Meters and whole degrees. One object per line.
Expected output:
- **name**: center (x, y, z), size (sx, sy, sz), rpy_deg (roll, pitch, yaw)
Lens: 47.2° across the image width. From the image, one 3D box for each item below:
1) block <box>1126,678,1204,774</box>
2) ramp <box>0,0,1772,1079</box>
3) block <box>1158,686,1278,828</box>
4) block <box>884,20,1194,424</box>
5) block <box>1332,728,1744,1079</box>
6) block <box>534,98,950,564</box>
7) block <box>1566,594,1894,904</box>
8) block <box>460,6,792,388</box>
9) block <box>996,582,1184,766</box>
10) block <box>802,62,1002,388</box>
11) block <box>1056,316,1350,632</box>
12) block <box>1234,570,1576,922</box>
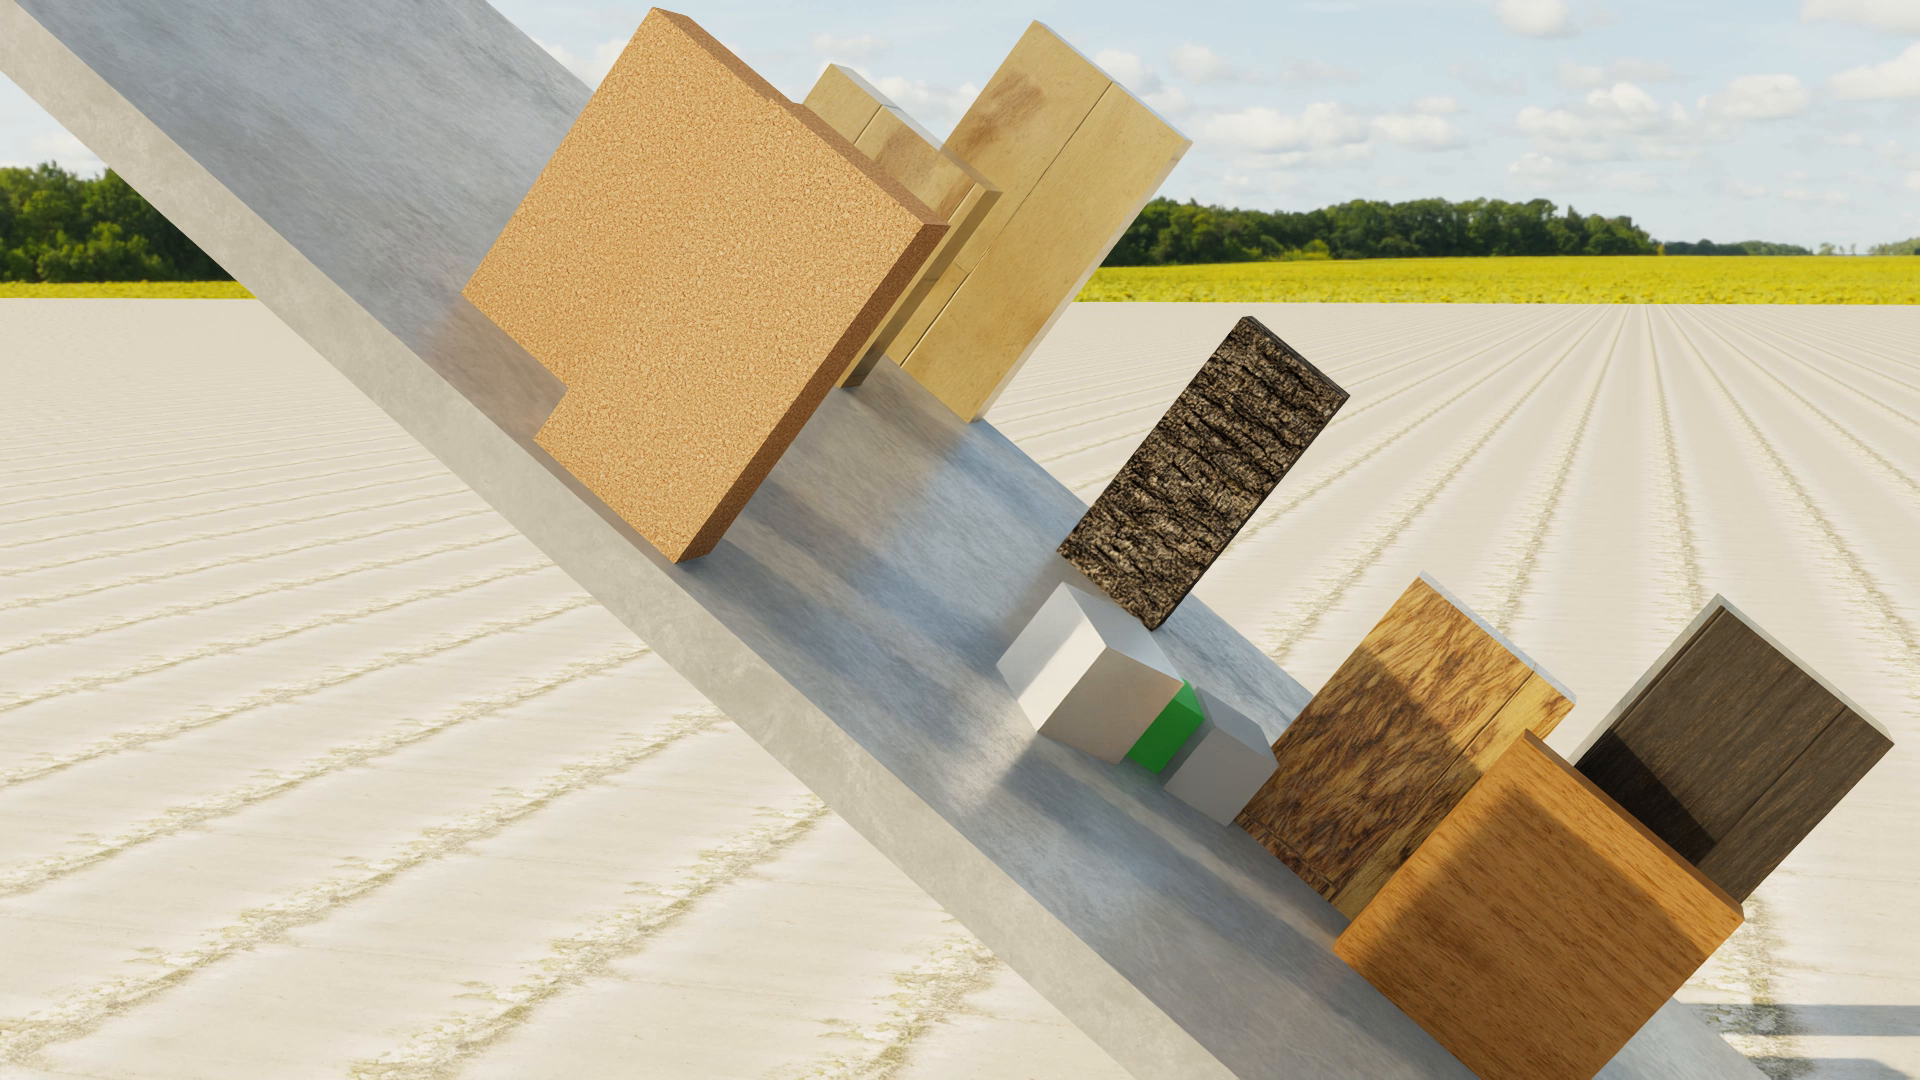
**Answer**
- **block**: center (0.317, 0.292, 3.784), size (0.131, 0.131, 0.131), rpy_deg (32, 17, -19)
- **ramp**: center (-0.027, 0.080, 4.052), size (4.000, 0.100, 2.000), rpy_deg (40, 16, 9)
- **block**: center (0.435, 0.373, 3.792), size (0.143, 0.143, 0.143), rpy_deg (32, 17, -19)
- **block**: center (0.104, -0.699, 4.879), size (0.425, 0.784, 0.097), rpy_deg (40, 16, 9)
- **block**: center (0.923, 0.625, 3.537), size (0.432, 0.475, 0.080), rpy_deg (40, 16, 9)
- **block**: center (-0.318, -0.296, 3.165), size (0.282, 0.614, 0.126), rpy_deg (40, 16, 9)
- **block**: center (1.185, 0.516, 3.810), size (0.354, 0.800, 0.146), rpy_deg (40, 16, 9)
- **block**: center (-0.507, -0.521, 3.484), size (0.290, 0.557, 0.132), rpy_deg (40, 16, 9)
- **block**: center (0.215, 0.223, 3.655), size (0.186, 0.186, 0.186), rpy_deg (26, 20, -35)
- **block**: center (-0.234, -0.639, 4.498), size (0.414, 0.503, 0.123), rpy_deg (40, 16, 9)
- **block**: center (0.491, -0.134, 4.463), size (0.257, 0.611, 0.121), rpy_deg (40, 16, 9)
- **block**: center (0.746, 0.365, 3.770), size (0.331, 0.535, 0.089), rpy_deg (40, 16, 9)
